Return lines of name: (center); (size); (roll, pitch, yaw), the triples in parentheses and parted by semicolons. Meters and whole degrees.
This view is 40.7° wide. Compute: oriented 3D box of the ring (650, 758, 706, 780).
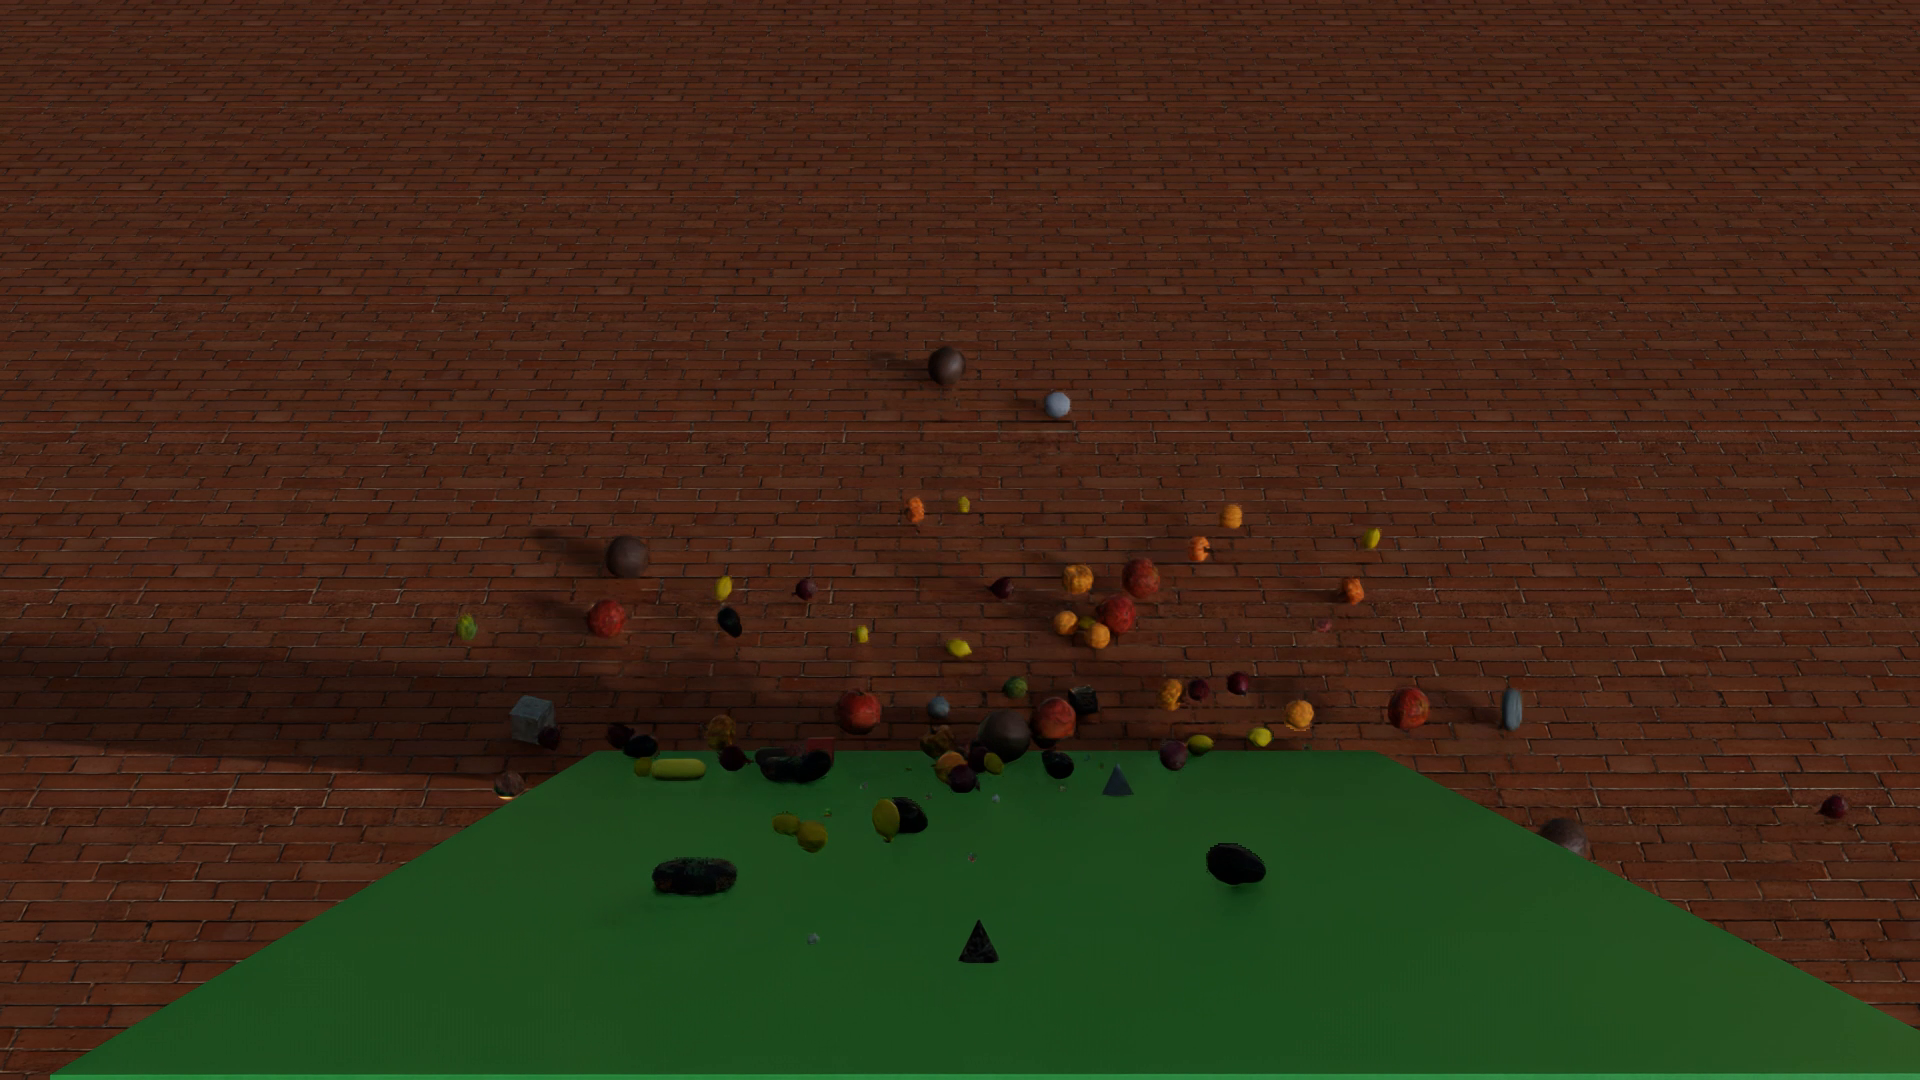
ring: (-0.643, 0.522, 5.894); (0.127, 0.042, 0.127); (1, -1, 0)

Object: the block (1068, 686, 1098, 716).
block: (0.330, 0.431, 6.943); (0.060, 0.060, 0.060); (-8, 13, -14)

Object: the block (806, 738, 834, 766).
block: (-0.338, 0.511, 6.265); (0.062, 0.062, 0.062); (0, 0, 0)

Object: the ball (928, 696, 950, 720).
ball: (-0.057, 0.450, 6.923); (0.062, 0.062, 0.062); (0, 30, 0)

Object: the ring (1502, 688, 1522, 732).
ring: (1.465, 0.451, 6.865); (0.038, 0.114, 0.114); (1, 28, 26)

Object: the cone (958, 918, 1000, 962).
cone: (0.025, 0.519, 3.370); (0.053, 0.053, 0.053); (0, 0, 0)

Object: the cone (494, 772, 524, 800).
cone: (-1.045, 0.586, 6.020); (0.072, 0.072, 0.072); (-9, 19, -15)

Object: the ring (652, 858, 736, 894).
ring: (-0.414, 0.524, 4.037); (0.131, 0.044, 0.131); (-1, 1, 0)

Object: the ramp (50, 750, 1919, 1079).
ramp: (0.067, 0.594, 4.650); (2.000, 0.100, 4.000); (0, 0, 0)

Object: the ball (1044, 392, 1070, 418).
ball: (0.318, -0.442, 8.460); (0.085, 0.085, 0.085); (0, 30, 0)

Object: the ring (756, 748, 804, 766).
ring: (-0.430, 0.523, 6.198); (0.121, 0.040, 0.121); (0, 1, 0)

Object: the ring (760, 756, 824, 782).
ring: (-0.381, 0.519, 5.868); (0.143, 0.048, 0.143); (1, 1, 0)

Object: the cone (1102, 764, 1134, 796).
cone: (0.338, 0.509, 5.538); (0.067, 0.067, 0.067); (0, 0, 0)

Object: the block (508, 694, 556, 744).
block: (-1.124, 0.473, 6.799); (0.084, 0.084, 0.084); (12, 36, 17)
